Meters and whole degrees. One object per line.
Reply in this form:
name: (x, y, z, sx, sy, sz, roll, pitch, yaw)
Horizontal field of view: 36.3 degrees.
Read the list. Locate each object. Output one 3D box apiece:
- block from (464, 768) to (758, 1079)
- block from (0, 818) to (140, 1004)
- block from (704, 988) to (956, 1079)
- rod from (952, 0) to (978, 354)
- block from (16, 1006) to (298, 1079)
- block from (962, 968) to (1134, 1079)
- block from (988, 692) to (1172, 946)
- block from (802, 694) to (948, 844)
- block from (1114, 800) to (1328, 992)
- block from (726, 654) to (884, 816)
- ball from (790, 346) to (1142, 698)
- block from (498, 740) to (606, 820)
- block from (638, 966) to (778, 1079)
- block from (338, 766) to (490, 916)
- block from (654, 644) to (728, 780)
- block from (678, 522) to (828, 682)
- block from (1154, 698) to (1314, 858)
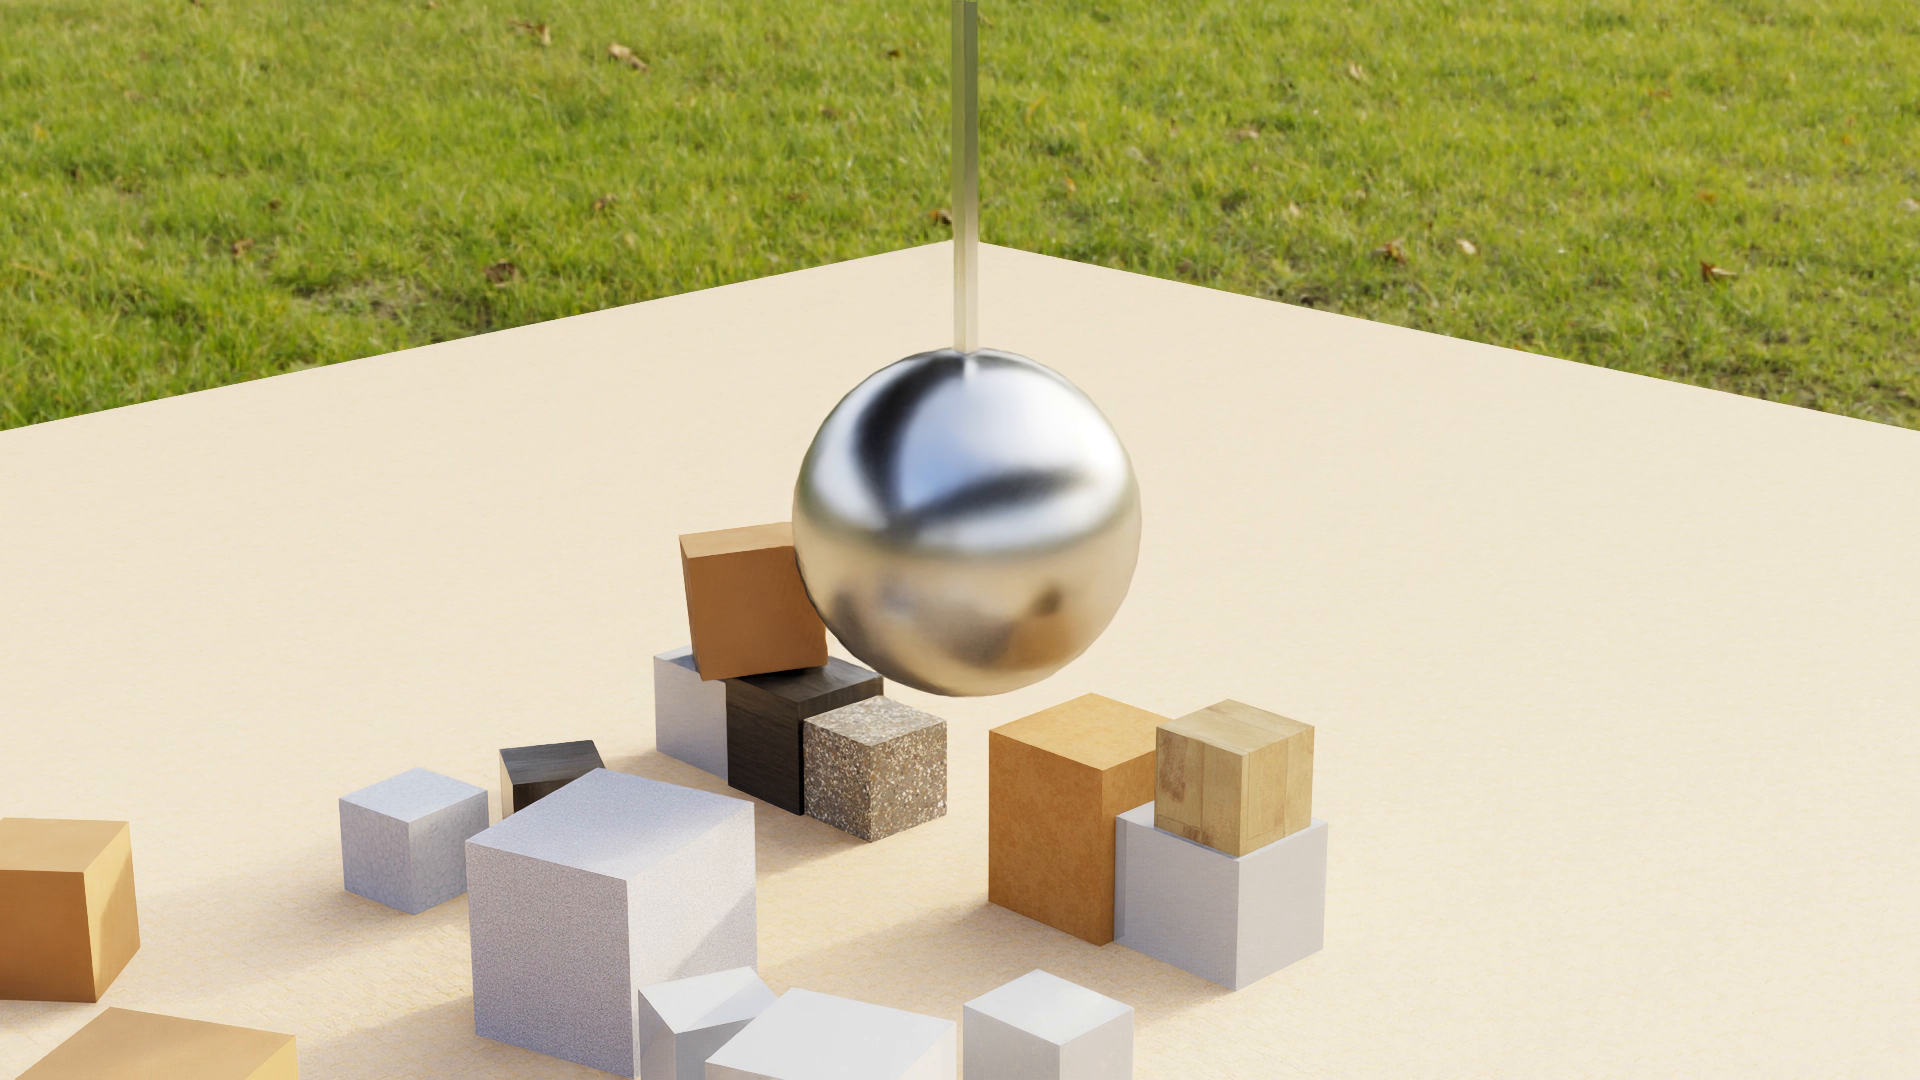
block: (-1.410, 1.547, 11.997, 0.787, 0.855, 0.897, 10, 20, 28)
block: (-3.850, 1.559, 12.396, 0.551, 0.593, 0.537, 1, 17, 4)
block: (-0.458, 2.099, 10.614, 0.677, 0.630, 0.654, 8, 19, 24)
rod: (0.013, -3.322, 12.312, 0.080, 5.200, 0.080, 17, 24, 42)
block: (-2.842, 2.154, 10.376, 0.762, 0.669, 0.690, 5, 18, 17)
block: (0.340, 1.987, 11.353, 0.499, 0.402, 0.431, 16, 23, 41)
block: (0.604, 1.230, 13.057, 0.677, 0.823, 0.672, 17, 24, 42)
block: (-0.406, 1.091, 14.059, 0.494, 0.487, 0.479, -16, 23, -41)
block: (1.122, 1.479, 12.652, 0.590, 0.592, 0.689, -17, 24, -42)
block: (-0.760, 0.936, 14.395, 0.554, 0.583, 0.539, -16, 24, -41)
ball: (0.031, -0.083, 13.348, 1.600, 1.600, 1.600, 0, 17, 0)
block: (-1.868, 1.253, 13.536, 0.437, 0.493, 0.456, -5, 18, -15)
block: (-0.946, 1.976, 11.294, 0.460, 0.458, 0.424, -8, 19, -24)
block: (-2.464, 1.358, 13.277, 0.460, 0.448, 0.477, 13, 22, 36)
block: (-1.151, 0.839, 14.818, 0.511, 0.513, 0.610, -16, 24, -42)
block: (-1.024, 0.291, 14.495, 0.623, 0.614, 0.607, -7, 12, -8)
block: (1.160, 1.002, 12.423, 0.474, 0.454, 0.472, -17, 24, -42)
